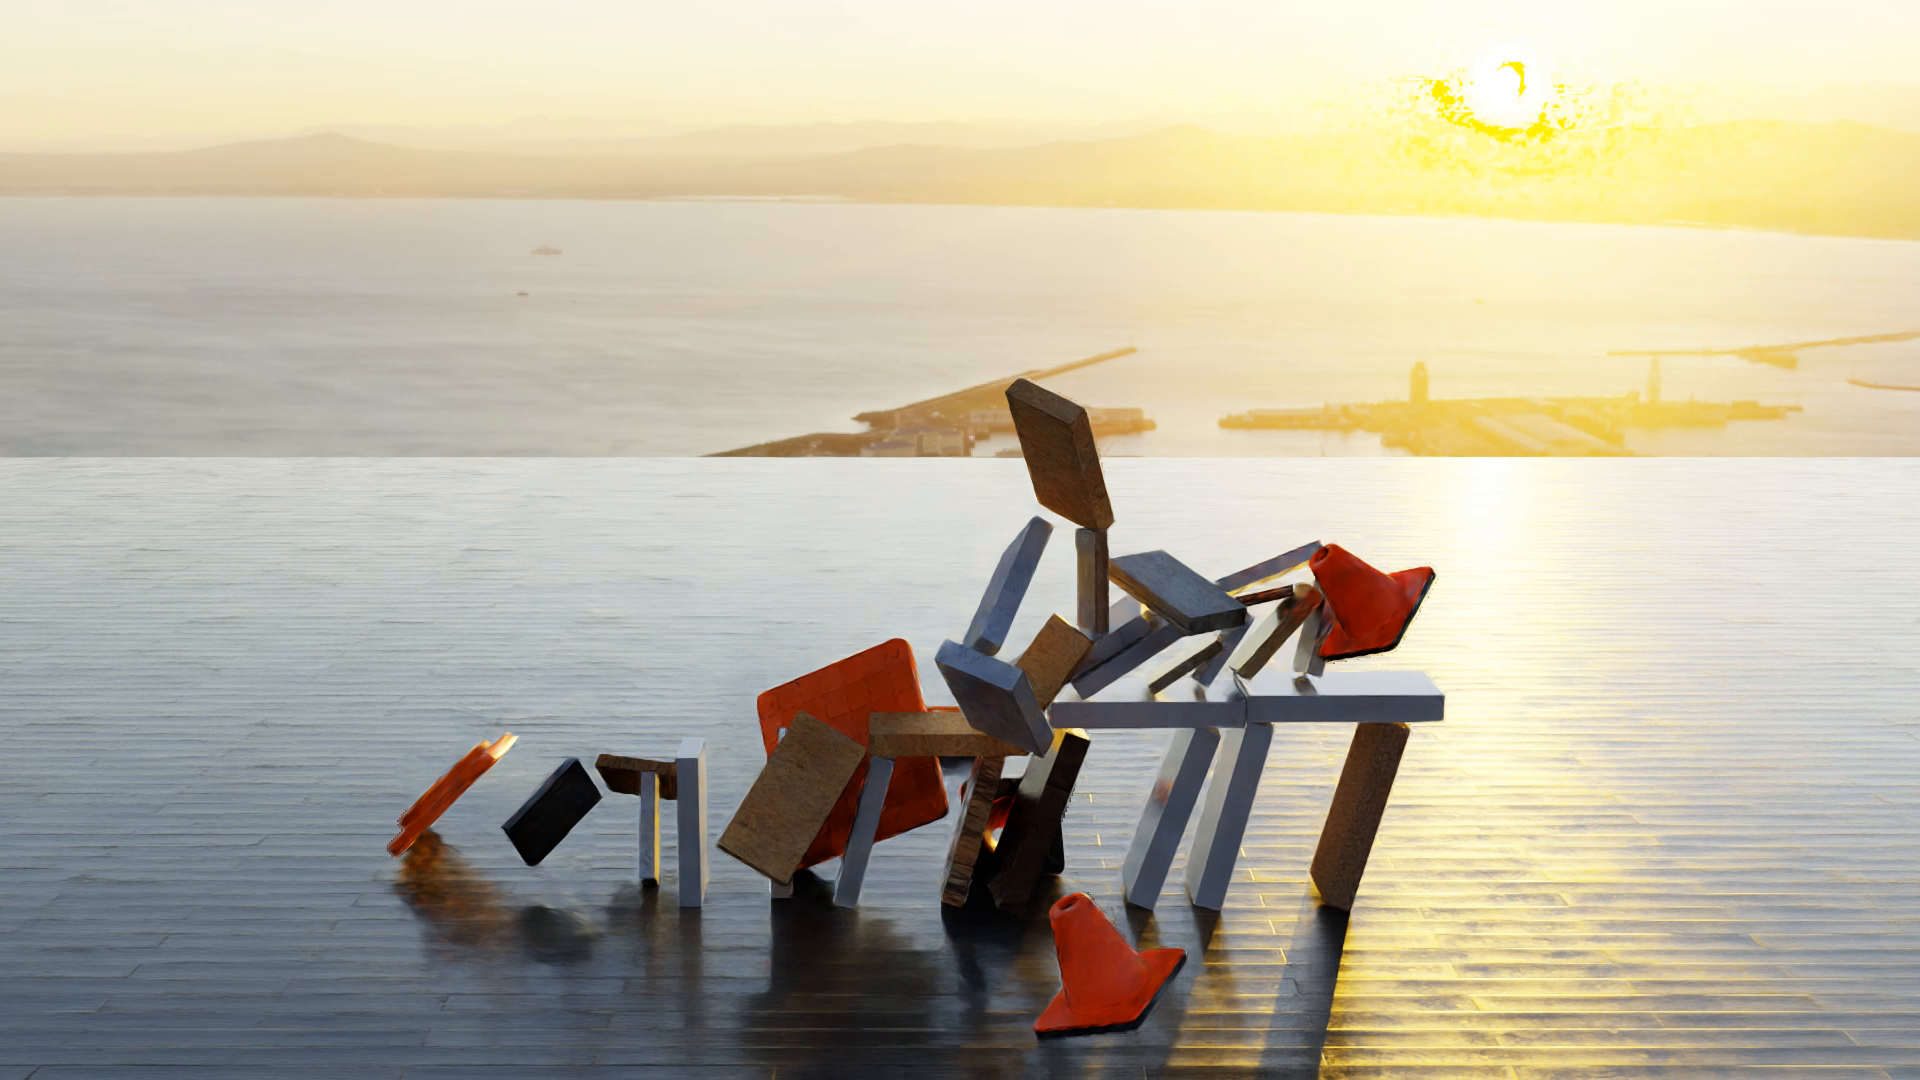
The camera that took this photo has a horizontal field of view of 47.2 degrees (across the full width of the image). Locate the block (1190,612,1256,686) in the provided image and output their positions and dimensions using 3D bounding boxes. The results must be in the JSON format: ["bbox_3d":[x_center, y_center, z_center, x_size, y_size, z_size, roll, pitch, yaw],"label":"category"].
[{"bbox_3d":[0.431,0.177,3.607,0.019,0.136,0.068,35,-3,-6],"label":"block"}]

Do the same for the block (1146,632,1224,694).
[{"bbox_3d":[0.366,0.200,3.590,0.136,0.019,0.068,-34,9,6],"label":"block"}]

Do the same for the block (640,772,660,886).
[{"bbox_3d":[-0.521,0.485,3.695,0.025,0.175,0.088,-1,-17,-3],"label":"block"}]

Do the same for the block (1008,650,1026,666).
[{"bbox_3d":[0.116,0.203,3.590,0.160,0.023,0.080,-36,15,8],"label":"block"}]

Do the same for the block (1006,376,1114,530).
[{"bbox_3d":[0.162,-0.131,3.524,0.135,0.271,0.038,29,63,34],"label":"block"}]

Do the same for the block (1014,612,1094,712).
[{"bbox_3d":[0.136,0.205,3.522,0.080,0.160,0.023,39,6,22],"label":"block"}]

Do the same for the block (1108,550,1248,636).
[{"bbox_3d":[0.343,0.082,3.517,0.113,0.032,0.225,-9,29,-31],"label":"block"}]

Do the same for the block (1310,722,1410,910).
[{"bbox_3d":[0.659,0.434,3.636,0.045,0.318,0.159,16,10,-3],"label":"block"}]

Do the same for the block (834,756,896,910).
[{"bbox_3d":[-0.157,0.465,3.633,0.037,0.258,0.129,15,10,-3],"label":"block"}]

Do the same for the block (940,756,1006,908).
[{"bbox_3d":[0.021,0.463,3.642,0.037,0.258,0.129,15,11,-3],"label":"block"}]

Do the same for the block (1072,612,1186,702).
[{"bbox_3d":[0.278,0.170,3.567,0.225,0.032,0.113,-33,15,5],"label":"block"}]

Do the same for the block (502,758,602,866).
[{"bbox_3d":[-0.693,0.462,3.744,0.025,0.088,0.176,0,37,42],"label":"block"}]

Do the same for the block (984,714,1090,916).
[{"bbox_3d":[0.125,0.445,3.610,0.044,0.311,0.156,19,7,-10],"label":"block"}]

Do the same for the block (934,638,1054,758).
[{"bbox_3d":[0.055,0.248,3.417,0.135,0.038,0.271,21,-20,23],"label":"block"}]

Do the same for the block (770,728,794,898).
[{"bbox_3d":[-0.293,0.456,3.678,0.036,0.252,0.126,3,13,-7],"label":"block"}]

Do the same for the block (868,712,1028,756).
[{"bbox_3d":[-0.020,0.318,3.611,0.258,0.037,0.129,0,11,-2],"label":"block"}]

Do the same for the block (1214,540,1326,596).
[{"bbox_3d":[0.511,0.052,3.650,0.185,0.026,0.092,-21,-9,-4],"label":"block"}]

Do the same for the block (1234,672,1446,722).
[{"bbox_3d":[0.617,0.256,3.602,0.318,0.045,0.159,0,11,-1],"label":"block"}]

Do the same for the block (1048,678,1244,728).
[{"bbox_3d":[0.300,0.267,3.603,0.311,0.044,0.156,0,11,0],"label":"block"}]

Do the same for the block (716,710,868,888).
[{"bbox_3d":[-0.265,0.409,3.492,0.126,0.252,0.036,30,-19,3],"label":"block"}]

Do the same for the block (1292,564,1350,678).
[{"bbox_3d":[0.591,0.131,3.608,0.026,0.185,0.092,15,-1,-7],"label":"block"}]

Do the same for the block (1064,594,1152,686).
[{"bbox_3d":[0.185,0.187,3.582,0.286,0.032,0.112,-34,15,15],"label":"block"}]

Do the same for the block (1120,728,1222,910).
[{"bbox_3d":[0.347,0.439,3.639,0.044,0.311,0.156,20,10,-4],"label":"block"}]

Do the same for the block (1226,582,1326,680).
[{"bbox_3d":[0.517,0.149,3.607,0.026,0.185,0.092,42,-1,-7],"label":"block"}]

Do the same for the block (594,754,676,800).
[{"bbox_3d":[-0.548,0.422,3.885,0.176,0.088,0.025,5,53,19],"label":"block"}]

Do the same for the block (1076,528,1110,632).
[{"bbox_3d":[0.213,0.063,3.537,0.023,0.160,0.080,-3,6,-19],"label":"block"}]

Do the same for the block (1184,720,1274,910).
[{"bbox_3d":[0.444,0.434,3.636,0.045,0.318,0.159,14,10,-3],"label":"block"}]

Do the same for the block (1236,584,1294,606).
[{"bbox_3d":[0.474,0.099,3.617,0.136,0.019,0.068,-11,-3,-22],"label":"block"}]

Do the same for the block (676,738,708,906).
[{"bbox_3d":[-0.444,0.466,3.647,0.036,0.252,0.126,0,11,-1],"label":"block"}]

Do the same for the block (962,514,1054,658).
[{"bbox_3d":[0.069,0.097,3.617,0.038,0.135,0.271,30,52,-6],"label":"block"}]
